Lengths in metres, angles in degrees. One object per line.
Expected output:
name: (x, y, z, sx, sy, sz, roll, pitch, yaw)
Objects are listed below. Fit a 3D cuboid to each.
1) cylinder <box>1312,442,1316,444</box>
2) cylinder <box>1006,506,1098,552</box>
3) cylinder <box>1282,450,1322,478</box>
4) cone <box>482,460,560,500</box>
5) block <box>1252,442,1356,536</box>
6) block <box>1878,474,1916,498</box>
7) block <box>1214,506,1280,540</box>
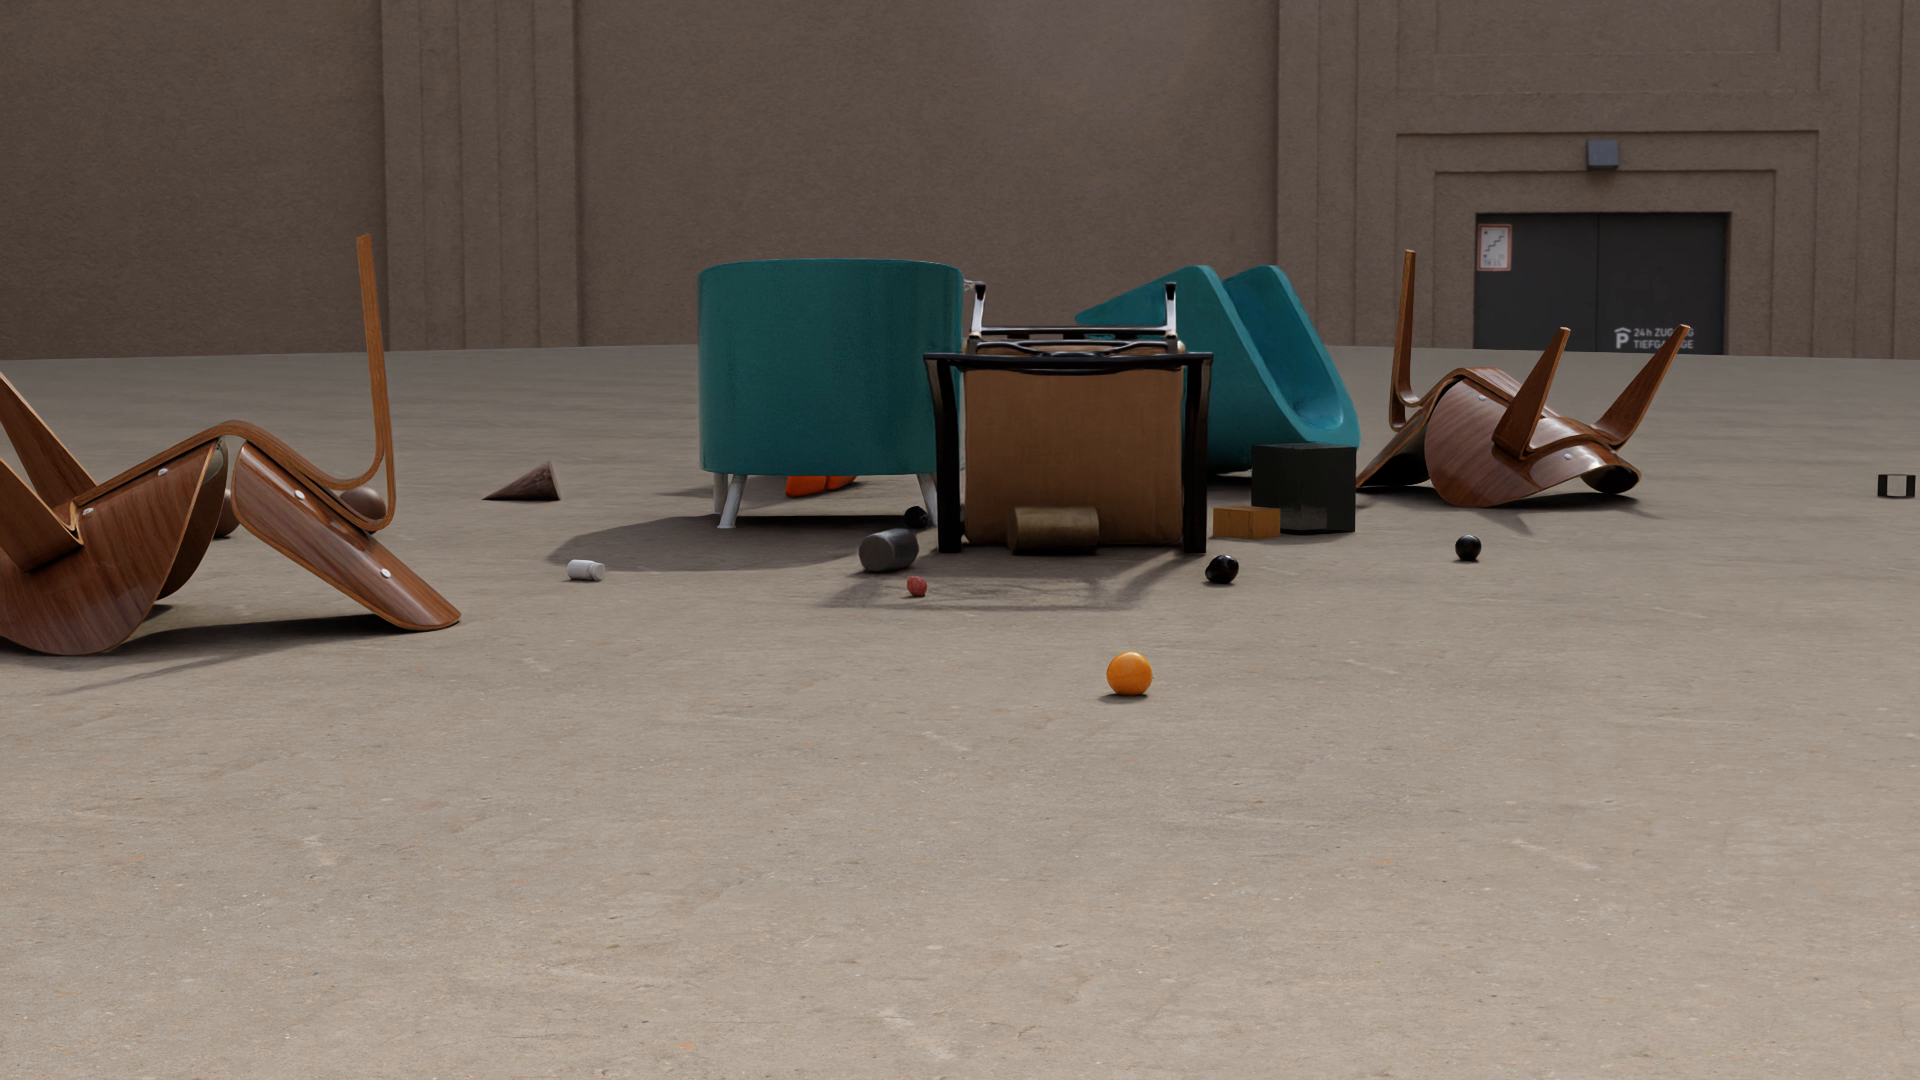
cylinder: (0.983, -0.192, 7.427, 0.194, 0.170, 0.131, -27, -12, 37)
cylinder: (0.219, -0.024, 6.110, 0.193, 0.107, 0.194, -1, -3, -6)
cylinder: (1.129, -0.253, 8.449, 0.126, 0.075, 0.149, 5, 11, 32)
cone: (-1.304, -0.149, 7.571, 0.224, 0.119, 0.176, -16, 6, -4)
block: (0.888, -0.134, 6.637, 0.183, 0.219, 0.197, -4, 7, -33)
block: (2.804, -0.163, 7.682, 0.077, 0.064, 0.072, -3, 7, -26)
block: (0.727, -0.045, 6.506, 0.129, 0.071, 0.109, 6, 8, 44)
